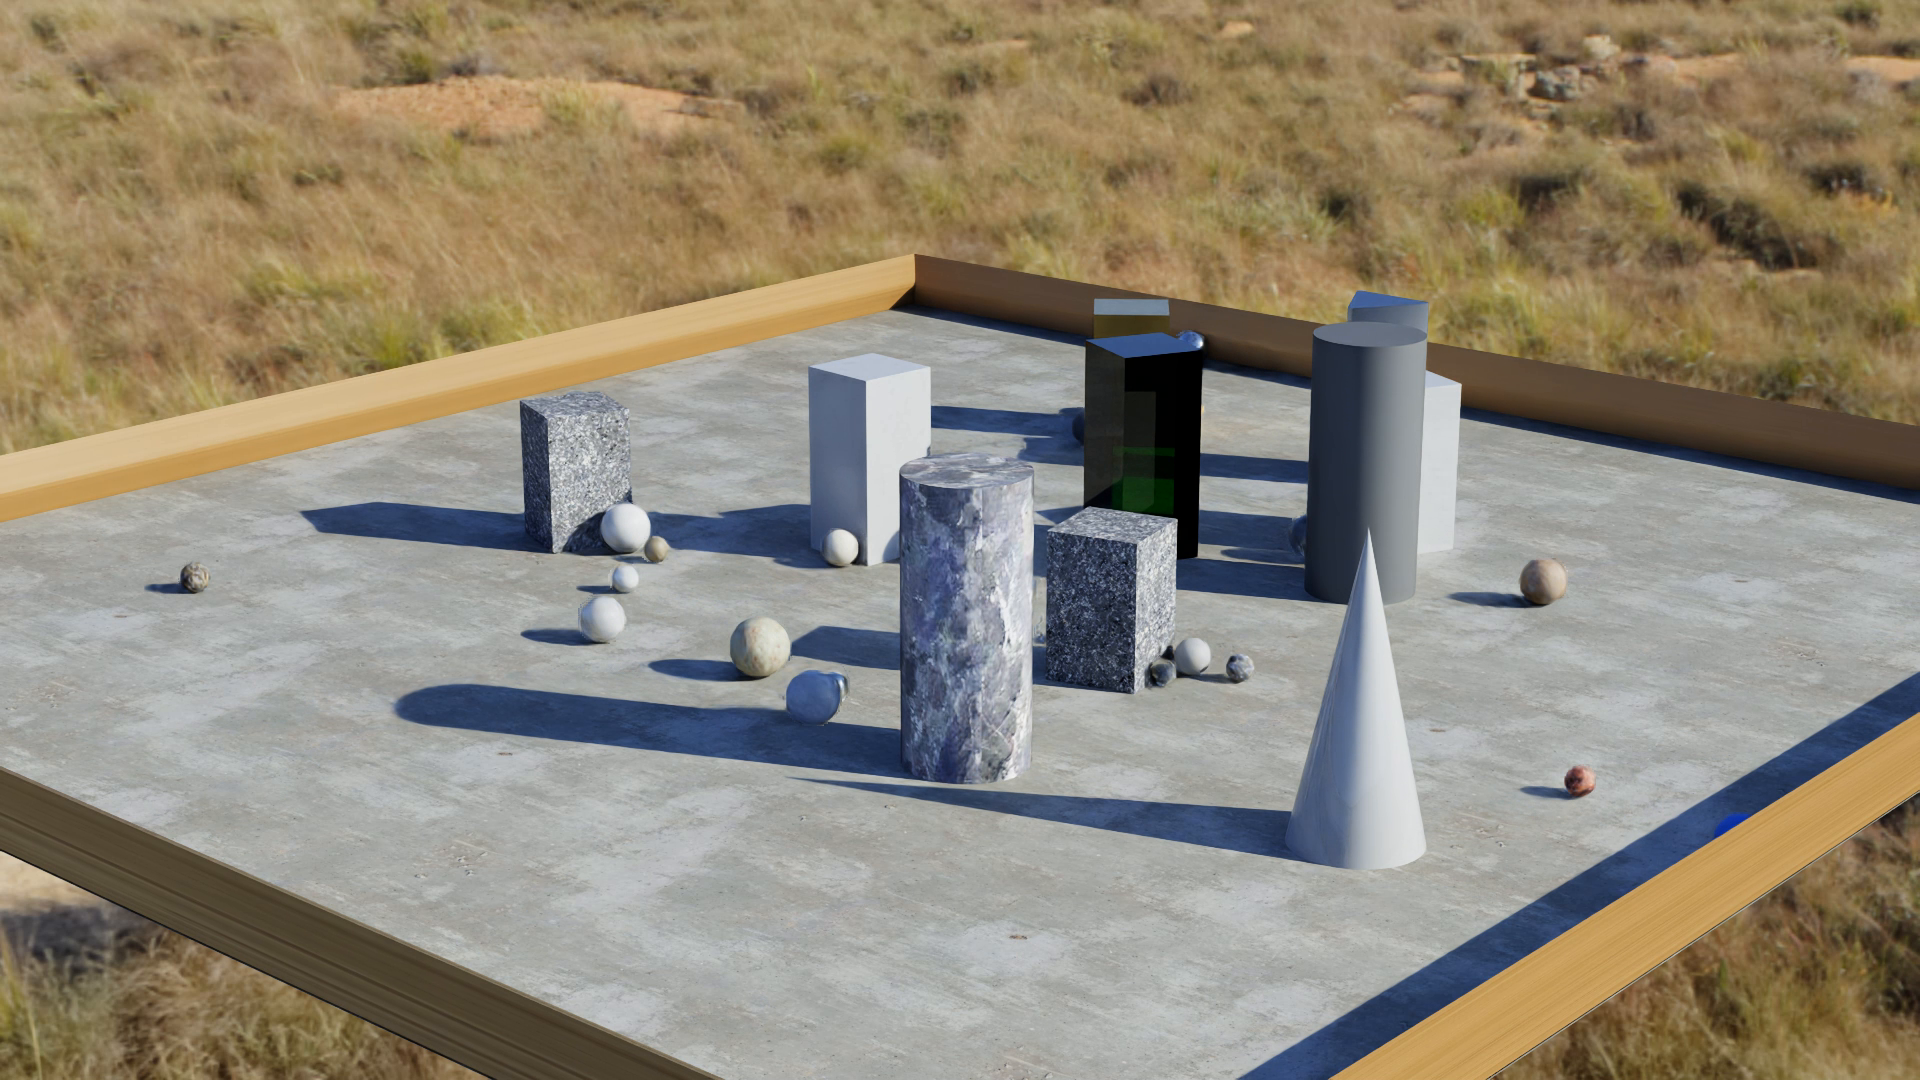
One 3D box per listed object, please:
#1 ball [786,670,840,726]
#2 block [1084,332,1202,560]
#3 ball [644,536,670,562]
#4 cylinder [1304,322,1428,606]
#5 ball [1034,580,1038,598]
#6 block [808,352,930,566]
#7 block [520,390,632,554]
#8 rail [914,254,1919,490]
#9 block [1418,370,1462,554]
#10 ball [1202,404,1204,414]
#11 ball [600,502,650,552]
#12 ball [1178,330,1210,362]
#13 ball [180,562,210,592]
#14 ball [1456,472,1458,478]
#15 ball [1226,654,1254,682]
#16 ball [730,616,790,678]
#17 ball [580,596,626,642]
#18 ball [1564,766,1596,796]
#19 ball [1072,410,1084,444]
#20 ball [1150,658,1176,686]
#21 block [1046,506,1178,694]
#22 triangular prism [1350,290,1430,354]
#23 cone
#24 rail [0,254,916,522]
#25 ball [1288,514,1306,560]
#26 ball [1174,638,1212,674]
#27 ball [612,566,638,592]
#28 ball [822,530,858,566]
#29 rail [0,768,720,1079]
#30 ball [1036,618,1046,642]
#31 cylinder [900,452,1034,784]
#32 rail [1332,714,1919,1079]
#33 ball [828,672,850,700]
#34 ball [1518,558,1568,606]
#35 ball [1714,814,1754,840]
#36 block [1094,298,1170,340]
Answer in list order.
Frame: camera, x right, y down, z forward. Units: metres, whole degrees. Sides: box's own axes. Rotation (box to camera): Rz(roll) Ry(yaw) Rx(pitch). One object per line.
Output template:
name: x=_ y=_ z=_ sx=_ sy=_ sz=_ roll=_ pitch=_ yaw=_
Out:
ball: x=-0.226 y=0.242 z=4.501 sx=0.084 sy=0.084 sz=0.084 roll=0 pitch=17 yaw=0
block: x=0.330 y=-0.165 z=5.326 sx=0.156 sy=0.387 sz=0.156 roll=-7 pitch=18 yaw=-23
ball: x=-0.551 y=0.017 z=5.312 sx=0.047 sy=0.047 sz=0.047 roll=0 pitch=17 yaw=0
cylinder: x=0.704 y=-0.134 z=5.096 sx=0.195 sy=0.459 sz=0.195 roll=0 pitch=17 yaw=0
ball: x=0.100 y=0.084 z=5.056 sx=0.066 sy=0.066 sz=0.066 roll=0 pitch=17 yaw=0
block: x=-0.164 y=-0.149 z=5.347 sx=0.156 sy=0.343 sz=0.156 roll=-15 pitch=23 yaw=-41
block: x=-0.710 y=-0.127 z=5.426 sx=0.156 sy=0.255 sz=0.156 roll=-8 pitch=19 yaw=-26
rail: x=1.124 y=-0.342 z=6.360 sx=3.326 sy=0.127 sz=0.045 roll=14 pitch=22 yaw=39
block: x=0.804 y=-0.144 z=5.385 sx=0.156 sy=0.312 sz=0.156 roll=-7 pitch=18 yaw=-23
ball: x=0.499 y=-0.281 z=6.297 sx=0.049 sy=0.049 sz=0.049 roll=0 pitch=17 yaw=0
ball: x=-0.611 y=-0.022 z=5.365 sx=0.091 sy=0.091 sz=0.091 roll=0 pitch=17 yaw=0
ball: x=0.537 y=-0.444 z=6.785 sx=0.079 sy=0.079 sz=0.079 roll=0 pitch=17 yaw=0
ball: x=-1.341 y=0.065 z=5.141 sx=0.052 sy=0.052 sz=0.052 roll=0 pitch=17 yaw=0
ball: x=0.937 y=-0.135 z=5.755 sx=0.081 sy=0.081 sz=0.081 roll=0 pitch=17 yaw=0
ball: x=0.448 y=0.204 z=4.693 sx=0.045 sy=0.045 sz=0.045 roll=0 pitch=17 yaw=0
ball: x=-0.321 y=0.172 z=4.711 sx=0.098 sy=0.098 sz=0.098 roll=0 pitch=17 yaw=0
ball: x=-0.595 y=0.132 z=4.878 sx=0.077 sy=0.077 sz=0.077 roll=0 pitch=17 yaw=0
ball: x=0.892 y=0.348 z=4.220 sx=0.043 sy=0.043 sz=0.043 roll=0 pitch=17 yaw=0
ball: x=0.269 y=-0.234 z=6.095 sx=0.075 sy=0.075 sz=0.075 roll=0 pitch=17 yaw=0
ball: x=0.324 y=0.211 z=4.674 sx=0.043 sy=0.043 sz=0.043 roll=0 pitch=17 yaw=0
block: x=0.243 y=0.095 z=4.702 sx=0.156 sy=0.249 sz=0.156 roll=9 pitch=19 yaw=26
triangular prism: x=0.817 y=-0.305 z=5.835 sx=0.169 sy=0.361 sz=0.146 roll=-5 pitch=17 yaw=-16
cone: x=0.548 y=0.200 z=3.996 sx=0.195 sy=0.455 sz=0.195 roll=0 pitch=17 yaw=0
rail: x=-1.238 y=-0.279 z=6.149 sx=0.045 sy=0.127 sz=3.477 roll=14 pitch=22 yaw=39
ball: x=0.639 y=-0.006 z=5.319 sx=0.086 sy=0.086 sz=0.086 roll=0 pitch=17 yaw=0
ball: x=0.375 y=0.187 z=4.724 sx=0.060 sy=0.060 sz=0.060 roll=0 pitch=17 yaw=0
ball: x=-0.587 y=0.068 z=5.138 sx=0.048 sy=0.048 sz=0.048 roll=0 pitch=17 yaw=0
ball: x=-0.217 y=0.014 z=5.285 sx=0.067 sy=0.067 sz=0.067 roll=0 pitch=17 yaw=0
rail: x=-1.124 y=0.406 z=3.880 sx=3.326 sy=0.127 sz=0.045 roll=14 pitch=22 yaw=39
ball: x=0.148 y=0.151 z=4.878 sx=0.041 sy=0.041 sz=0.041 roll=0 pitch=17 yaw=0
cylinder: x=0.010 y=0.114 z=4.296 sx=0.195 sy=0.448 sz=0.195 roll=0 pitch=17 yaw=0
rail: x=1.238 y=0.342 z=4.091 sx=0.045 sy=0.127 sz=3.477 roll=14 pitch=22 yaw=39
ball: x=-0.198 y=0.231 z=4.601 sx=0.048 sy=0.048 sz=0.048 roll=0 pitch=17 yaw=0
ball: x=1.008 y=0.071 z=5.069 sx=0.082 sy=0.082 sz=0.082 roll=0 pitch=17 yaw=0
ball: x=1.059 y=0.407 z=3.975 sx=0.073 sy=0.073 sz=0.073 roll=0 pitch=17 yaw=0
block: x=0.359 y=-0.359 z=6.173 sx=0.156 sy=0.269 sz=0.156 roll=1 pitch=17 yaw=3
